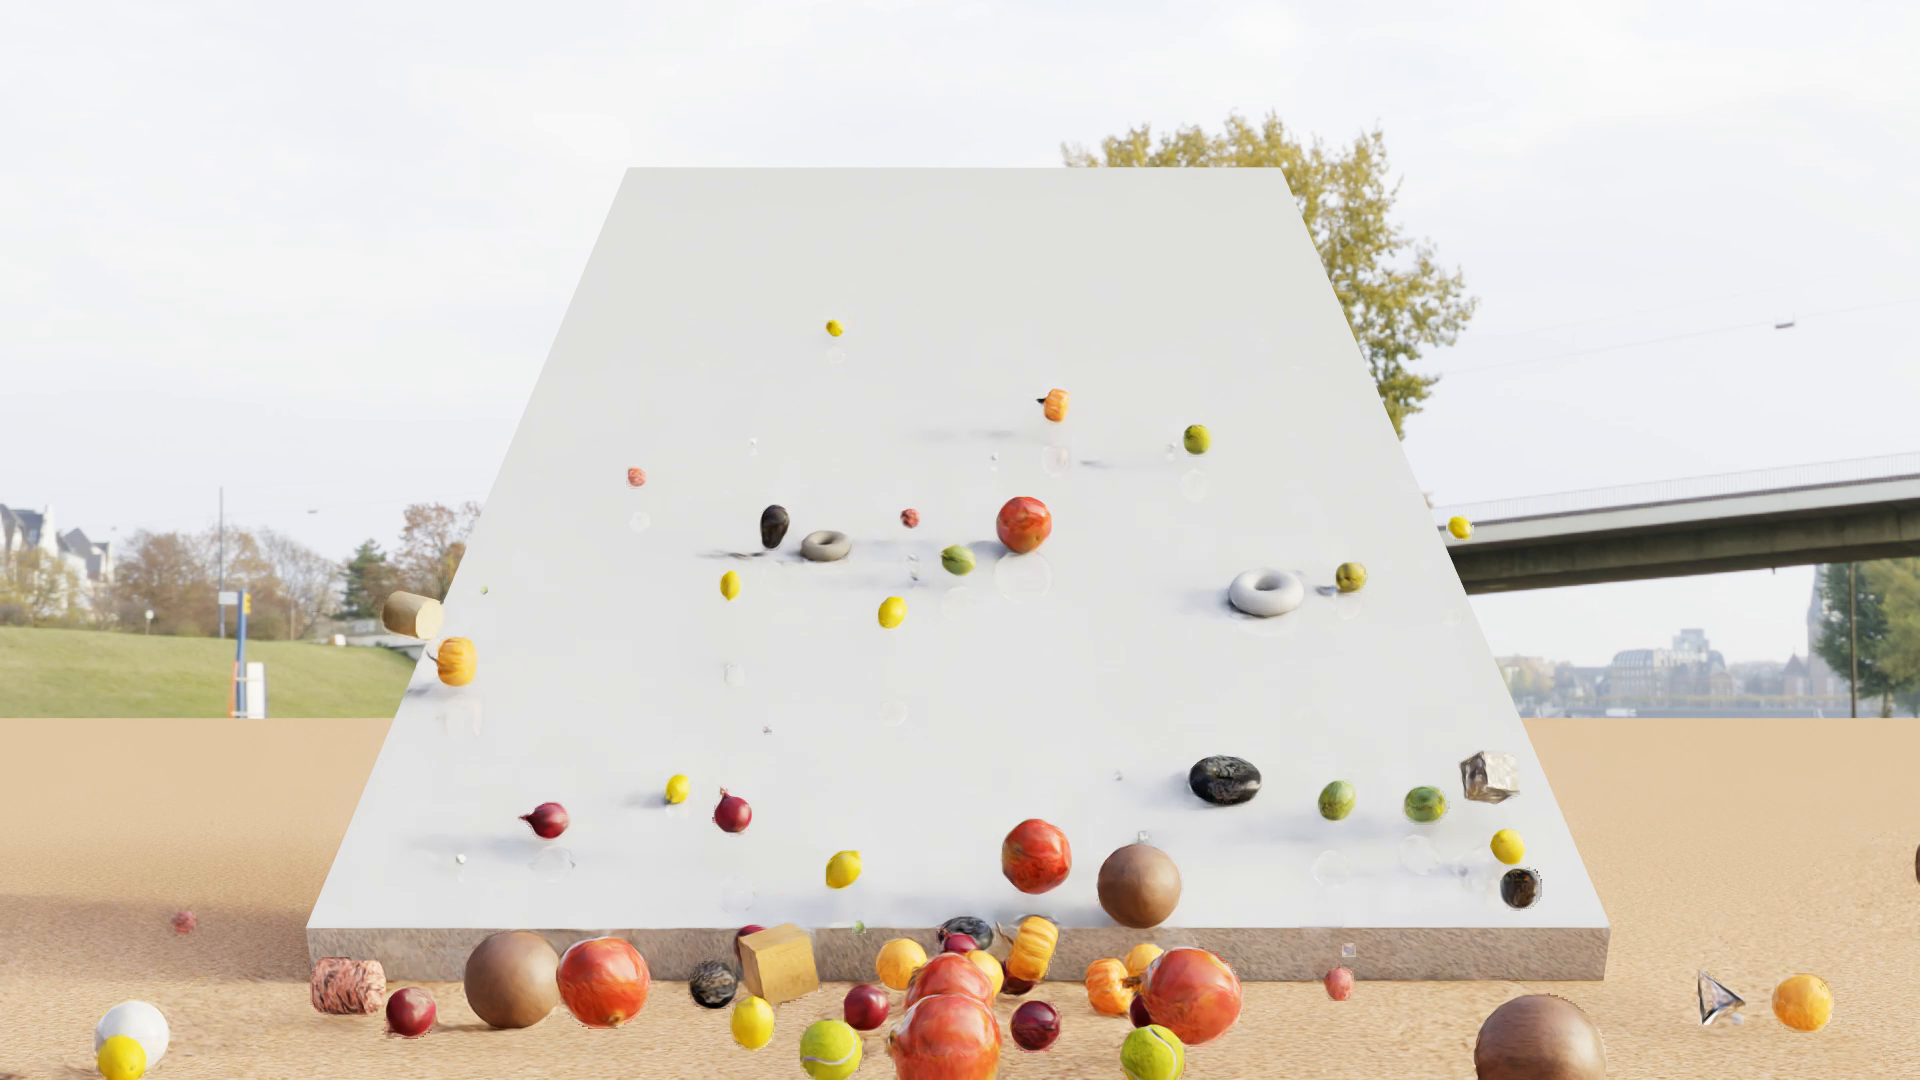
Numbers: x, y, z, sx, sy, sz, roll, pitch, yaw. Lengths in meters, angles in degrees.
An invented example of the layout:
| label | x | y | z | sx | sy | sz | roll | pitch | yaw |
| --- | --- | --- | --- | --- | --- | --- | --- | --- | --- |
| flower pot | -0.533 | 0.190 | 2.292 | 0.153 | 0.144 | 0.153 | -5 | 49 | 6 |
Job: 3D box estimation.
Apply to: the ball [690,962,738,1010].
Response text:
| label | x | y | z | sx | sy | sz | roll | pitch | yaw |
| --- | --- | --- | --- | --- | --- | --- | --- | --- | --- |
| ball | -0.346 | 0.626 | 3.306 | 0.066 | 0.066 | 0.066 | 0 | -4 | 0 |

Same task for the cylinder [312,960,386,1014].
| label | x | y | z | sx | sy | sz | roll | pitch | yaw |
| --- | --- | --- | --- | --- | --- | --- | --- | --- | --- |
| cylinder | -0.824 | 0.602 | 3.169 | 0.072 | 0.072 | 0.072 | -1 | -4 | 12 |

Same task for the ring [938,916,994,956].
| label | x | y | z | sx | sy | sz | roll | pitch | yaw |
| --- | --- | --- | --- | --- | --- | --- | --- | --- | --- |
| ring | 0.009 | 0.599 | 3.560 | 0.083 | 0.028 | 0.083 | 0 | 25 | 0 |

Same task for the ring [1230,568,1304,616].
| label | x | y | z | sx | sy | sz | roll | pitch | yaw |
| --- | --- | --- | --- | --- | --- | --- | --- | --- | --- |
| ring | 0.596 | 0.100 | 4.575 | 0.144 | 0.048 | 0.144 | -3 | 28 | 2 |

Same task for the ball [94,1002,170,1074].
| label | x | y | z | sx | sy | sz | roll | pitch | yaw |
| --- | --- | --- | --- | --- | --- | --- | --- | --- | --- |
| ball | -0.956 | 0.574 | 2.716 | 0.083 | 0.083 | 0.083 | 0 | -4 | 0 |

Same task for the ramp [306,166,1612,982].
| label | x | y | z | sx | sy | sz | roll | pitch | yaw |
| --- | --- | --- | --- | --- | --- | --- | --- | --- | --- |
| ramp | -0.009 | -0.229 | 5.426 | 2.000 | 0.100 | 4.000 | 0 | 26 | 0 |

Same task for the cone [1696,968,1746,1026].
| label | x | y | z | sx | sy | sz | roll | pitch | yaw |
| --- | --- | --- | --- | --- | --- | --- | --- | --- | --- |
| cone | 0.962 | 0.578 | 3.017 | 0.065 | 0.065 | 0.065 | -19 | -29 | -11 |

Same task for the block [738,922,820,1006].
| label | x | y | z | sx | sy | sz | roll | pitch | yaw |
| --- | --- | --- | --- | --- | --- | --- | --- | --- | --- |
| block | -0.261 | 0.608 | 3.378 | 0.082 | 0.082 | 0.082 | -14 | 10 | -22 |

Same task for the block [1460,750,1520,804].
| label | x | y | z | sx | sy | sz | roll | pitch | yaw |
| --- | --- | --- | --- | --- | --- | --- | --- | --- | --- |
| block | 0.864 | 0.386 | 3.833 | 0.063 | 0.063 | 0.063 | 11 | -29 | -24 |

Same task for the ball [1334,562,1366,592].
| label | x | y | z | sx | sy | sz | roll | pitch | yaw |
| --- | --- | --- | --- | --- | --- | --- | --- | --- | --- |
| ball | 0.766 | 0.072 | 4.622 | 0.059 | 0.059 | 0.059 | 0 | -4 | 0 |

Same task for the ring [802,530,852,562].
| label | x | y | z | sx | sy | sz | roll | pitch | yaw |
| --- | --- | --- | --- | --- | --- | --- | --- | --- | --- |
| ring | -0.271 | 0.011 | 4.772 | 0.101 | 0.034 | 0.101 | -1 | 27 | 0 |

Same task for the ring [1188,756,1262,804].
| label | x | y | z | sx | sy | sz | roll | pitch | yaw |
| --- | --- | --- | --- | --- | --- | --- | --- | --- | --- |
| ring | 0.446 | 0.403 | 3.953 | 0.125 | 0.042 | 0.125 | 0 | 24 | 0 |
